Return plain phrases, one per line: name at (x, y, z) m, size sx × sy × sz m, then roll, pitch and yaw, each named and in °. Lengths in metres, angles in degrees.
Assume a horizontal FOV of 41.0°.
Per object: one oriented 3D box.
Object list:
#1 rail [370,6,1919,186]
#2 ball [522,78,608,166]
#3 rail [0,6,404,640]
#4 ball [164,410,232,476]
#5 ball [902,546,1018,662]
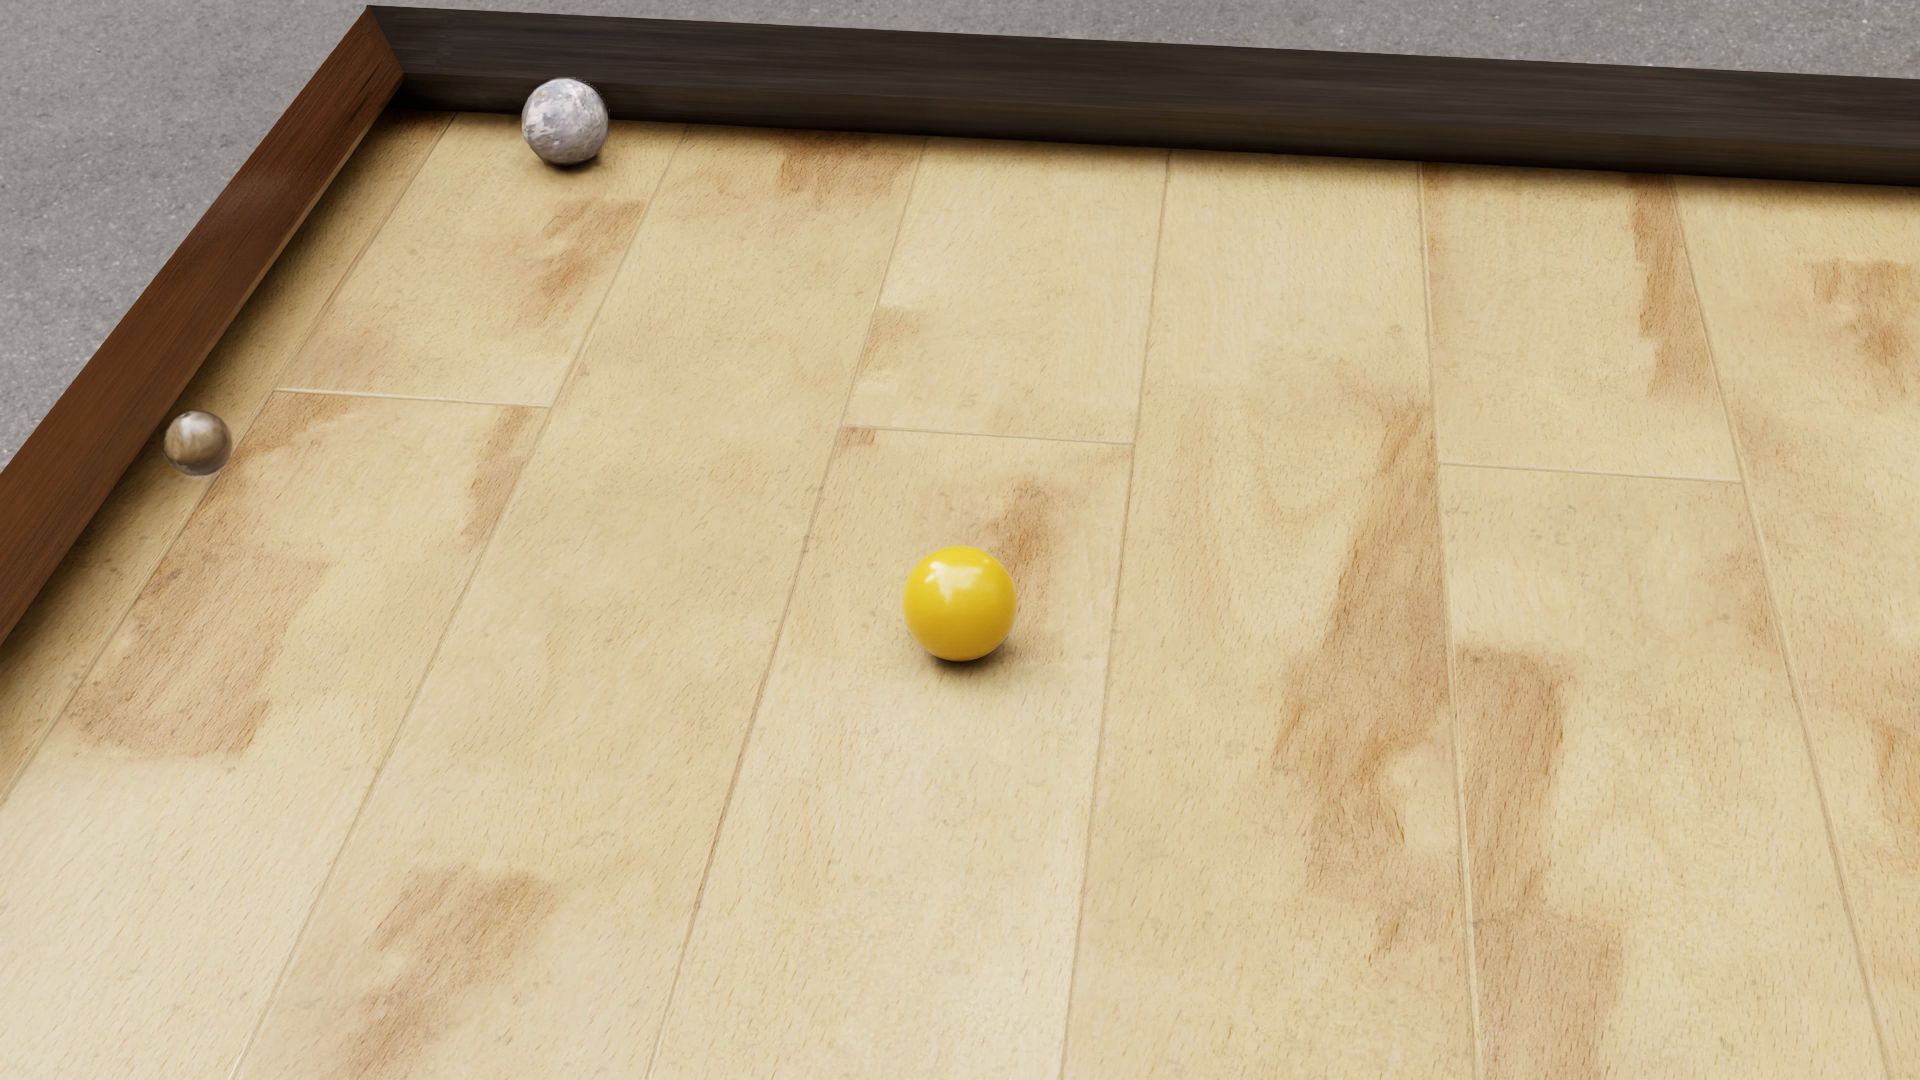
rail at (0.793, -0.397, 2.515) m, size 2.831 × 0.113 × 0.045 m, roll 4°, pitch 35°, yaw 6°
ball at (-0.396, -0.419, 2.572) m, size 0.087 × 0.087 × 0.087 m, roll 0°, pitch 34°, yaw 0°
rail at (-0.679, -0.062, 2.026) m, size 0.045 × 0.113 × 1.572 m, roll 4°, pitch 35°, yaw 6°
ball at (-0.625, -0.079, 2.105) m, size 0.054 × 0.054 × 0.054 m, roll 0°, pitch 34°, yaw 0°
ball at (0.000, 0.047, 1.893) m, size 0.086 × 0.086 × 0.086 m, roll 0°, pitch 34°, yaw 0°
